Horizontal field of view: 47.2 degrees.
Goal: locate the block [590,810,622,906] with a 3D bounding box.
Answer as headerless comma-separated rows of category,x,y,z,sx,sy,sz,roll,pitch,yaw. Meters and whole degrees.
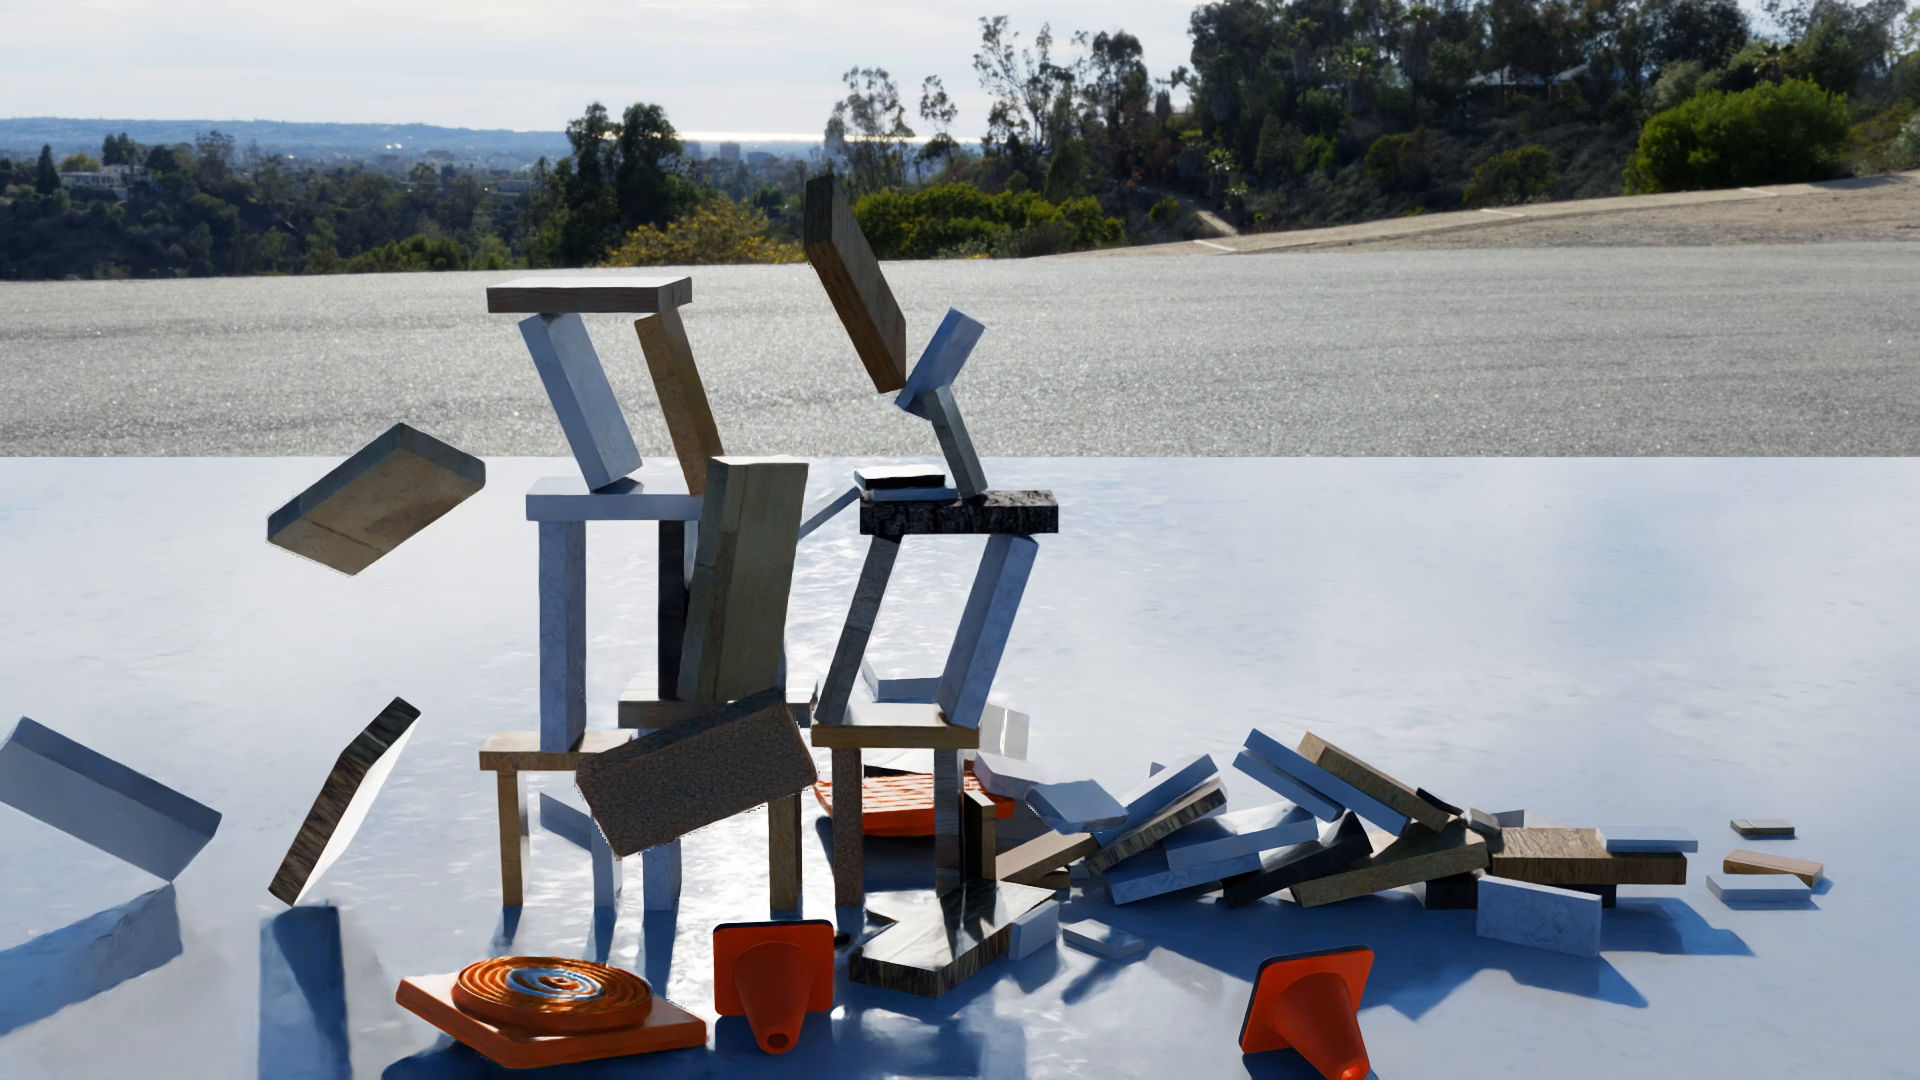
block,-0.586,0.476,3.643,0.033,0.231,0.116,-1,12,-1

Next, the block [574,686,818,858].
block,-0.393,0.348,3.293,0.324,0.162,0.046,-21,33,1

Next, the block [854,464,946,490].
block,-0.098,-0.102,3.558,0.135,0.019,0.067,-4,16,-18

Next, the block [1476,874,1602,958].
block,0.902,0.587,3.430,0.187,0.094,0.027,6,14,31

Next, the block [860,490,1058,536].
block,-0.005,-0.045,3.552,0.315,0.045,0.157,0,11,-3

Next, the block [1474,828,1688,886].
block,1.027,0.525,3.656,0.313,0.044,0.157,0,11,2

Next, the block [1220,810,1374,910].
block,0.552,0.529,3.642,0.249,0.035,0.125,-23,10,4

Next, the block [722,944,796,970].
block,-0.307,0.638,3.367,0.106,0.015,0.053,1,11,8

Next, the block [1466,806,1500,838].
block,0.880,0.475,3.702,0.049,0.014,0.099,23,9,8

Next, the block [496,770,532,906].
block,-0.739,0.476,3.644,0.033,0.231,0.116,-1,12,-4

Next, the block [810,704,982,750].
block,-0.102,0.305,3.608,0.272,0.039,0.136,0,11,3

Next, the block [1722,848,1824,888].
block,1.393,0.561,3.767,0.148,0.021,0.074,7,13,33

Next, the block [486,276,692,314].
block,-0.583,-0.387,3.468,0.286,0.041,0.143,1,13,14

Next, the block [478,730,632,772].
block,-0.663,0.347,3.617,0.231,0.033,0.116,0,11,1

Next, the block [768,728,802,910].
block,-0.289,0.439,3.638,0.044,0.308,0.154,0,11,0

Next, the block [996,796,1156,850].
block,0.218,0.508,3.996,0.301,0.043,0.150,3,11,14

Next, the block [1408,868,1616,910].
block,0.915,0.567,3.669,0.313,0.044,0.157,0,11,-1

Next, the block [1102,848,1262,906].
block,0.367,0.543,3.663,0.249,0.035,0.125,-14,9,-2

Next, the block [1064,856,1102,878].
block,0.203,0.548,3.829,0.083,0.023,0.166,-3,11,-16

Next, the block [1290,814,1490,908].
block,0.706,0.533,3.670,0.313,0.044,0.157,-13,11,0

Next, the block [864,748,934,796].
block,-0.047,0.438,4.369,0.156,0.044,0.311,5,12,25

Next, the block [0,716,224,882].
block,-1.417,0.430,3.620,0.353,0.176,0.050,32,41,-22

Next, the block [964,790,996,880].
block,0.033,0.508,3.655,0.023,0.166,0.083,-4,11,-20

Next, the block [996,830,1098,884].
block,0.130,0.535,3.702,0.186,0.026,0.093,-23,15,-16

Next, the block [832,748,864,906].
block,-0.186,0.455,3.648,0.039,0.272,0.136,0,11,1

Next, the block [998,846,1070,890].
block,0.125,0.560,3.765,0.083,0.023,0.166,-3,11,-14

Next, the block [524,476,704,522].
block,-0.535,-0.068,3.524,0.297,0.042,0.149,0,13,-1

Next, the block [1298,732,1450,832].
block,0.695,0.406,3.699,0.247,0.035,0.123,29,4,-8

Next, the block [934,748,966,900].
block,-0.016,0.457,3.638,0.039,0.272,0.136,0,11,4

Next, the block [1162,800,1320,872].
block,0.461,0.486,3.645,0.249,0.035,0.125,-13,9,3

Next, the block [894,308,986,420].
block,-0.032,-0.286,3.591,0.026,0.182,0.091,35,8,25

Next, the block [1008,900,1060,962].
block,0.115,0.606,3.415,0.017,0.060,0.121,13,16,29

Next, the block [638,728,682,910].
block,-0.495,0.439,3.638,0.044,0.308,0.154,0,11,0

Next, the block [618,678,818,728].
block,-0.394,0.267,3.605,0.308,0.044,0.154,0,11,1
